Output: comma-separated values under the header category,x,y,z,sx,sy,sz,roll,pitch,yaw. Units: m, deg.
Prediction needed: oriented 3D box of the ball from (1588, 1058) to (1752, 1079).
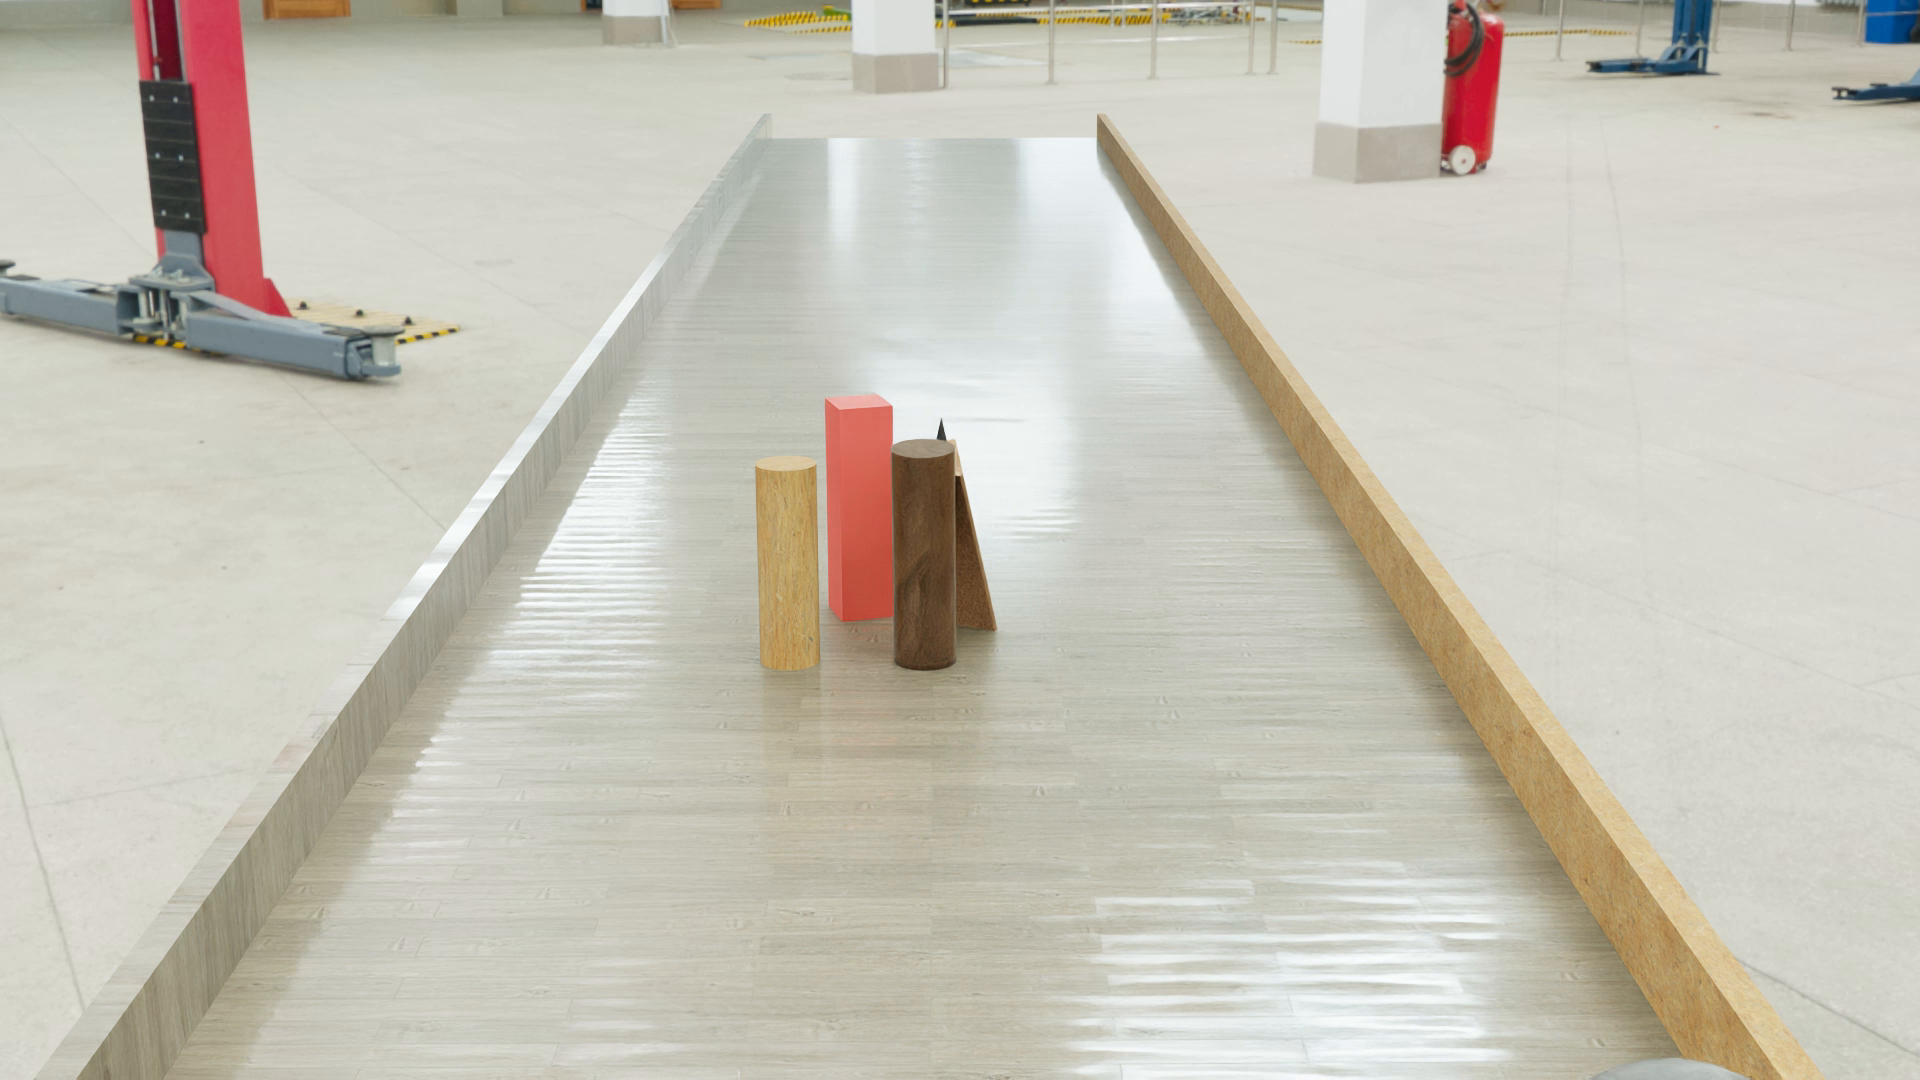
category,x,y,z,sx,sy,sz,roll,pitch,yaw
ball,0.741,0.706,2.264,0.336,0.336,0.336,0,17,0

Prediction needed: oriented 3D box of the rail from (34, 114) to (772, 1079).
category,x,y,z,sx,sy,sz,roll,pitch,yaw
rail,-1.118,-0.838,7.780,0.050,0.150,12.000,0,17,-1

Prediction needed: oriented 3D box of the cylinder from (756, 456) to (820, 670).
category,x,y,z,sx,sy,sz,roll,pitch,yaw
cylinder,-0.341,0.045,4.358,0.120,0.408,0.120,0,17,0

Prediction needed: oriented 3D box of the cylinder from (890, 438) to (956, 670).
category,x,y,z,sx,sy,sz,roll,pitch,yaw
cylinder,-0.071,0.030,4.339,0.126,0.442,0.126,0,20,0

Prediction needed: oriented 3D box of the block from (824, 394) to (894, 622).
category,x,y,z,sx,sy,sz,roll,pitch,yaw
block,-0.211,-0.068,4.648,0.115,0.460,0.115,-5,17,-17

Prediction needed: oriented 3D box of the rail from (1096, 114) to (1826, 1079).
category,x,y,z,sx,sy,sz,roll,pitch,yaw
rail,0.932,-0.844,7.801,0.050,0.150,12.000,0,17,-1

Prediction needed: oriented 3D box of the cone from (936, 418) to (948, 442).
category,x,y,z,sx,sy,sz,roll,pitch,yaw
cone,-0.041,-0.096,4.909,0.174,0.366,0.174,0,17,0

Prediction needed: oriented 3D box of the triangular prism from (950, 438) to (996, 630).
category,x,y,z,sx,sy,sz,roll,pitch,yaw
triangular prism,0.004,-0.012,4.517,0.124,0.419,0.108,8,44,24
